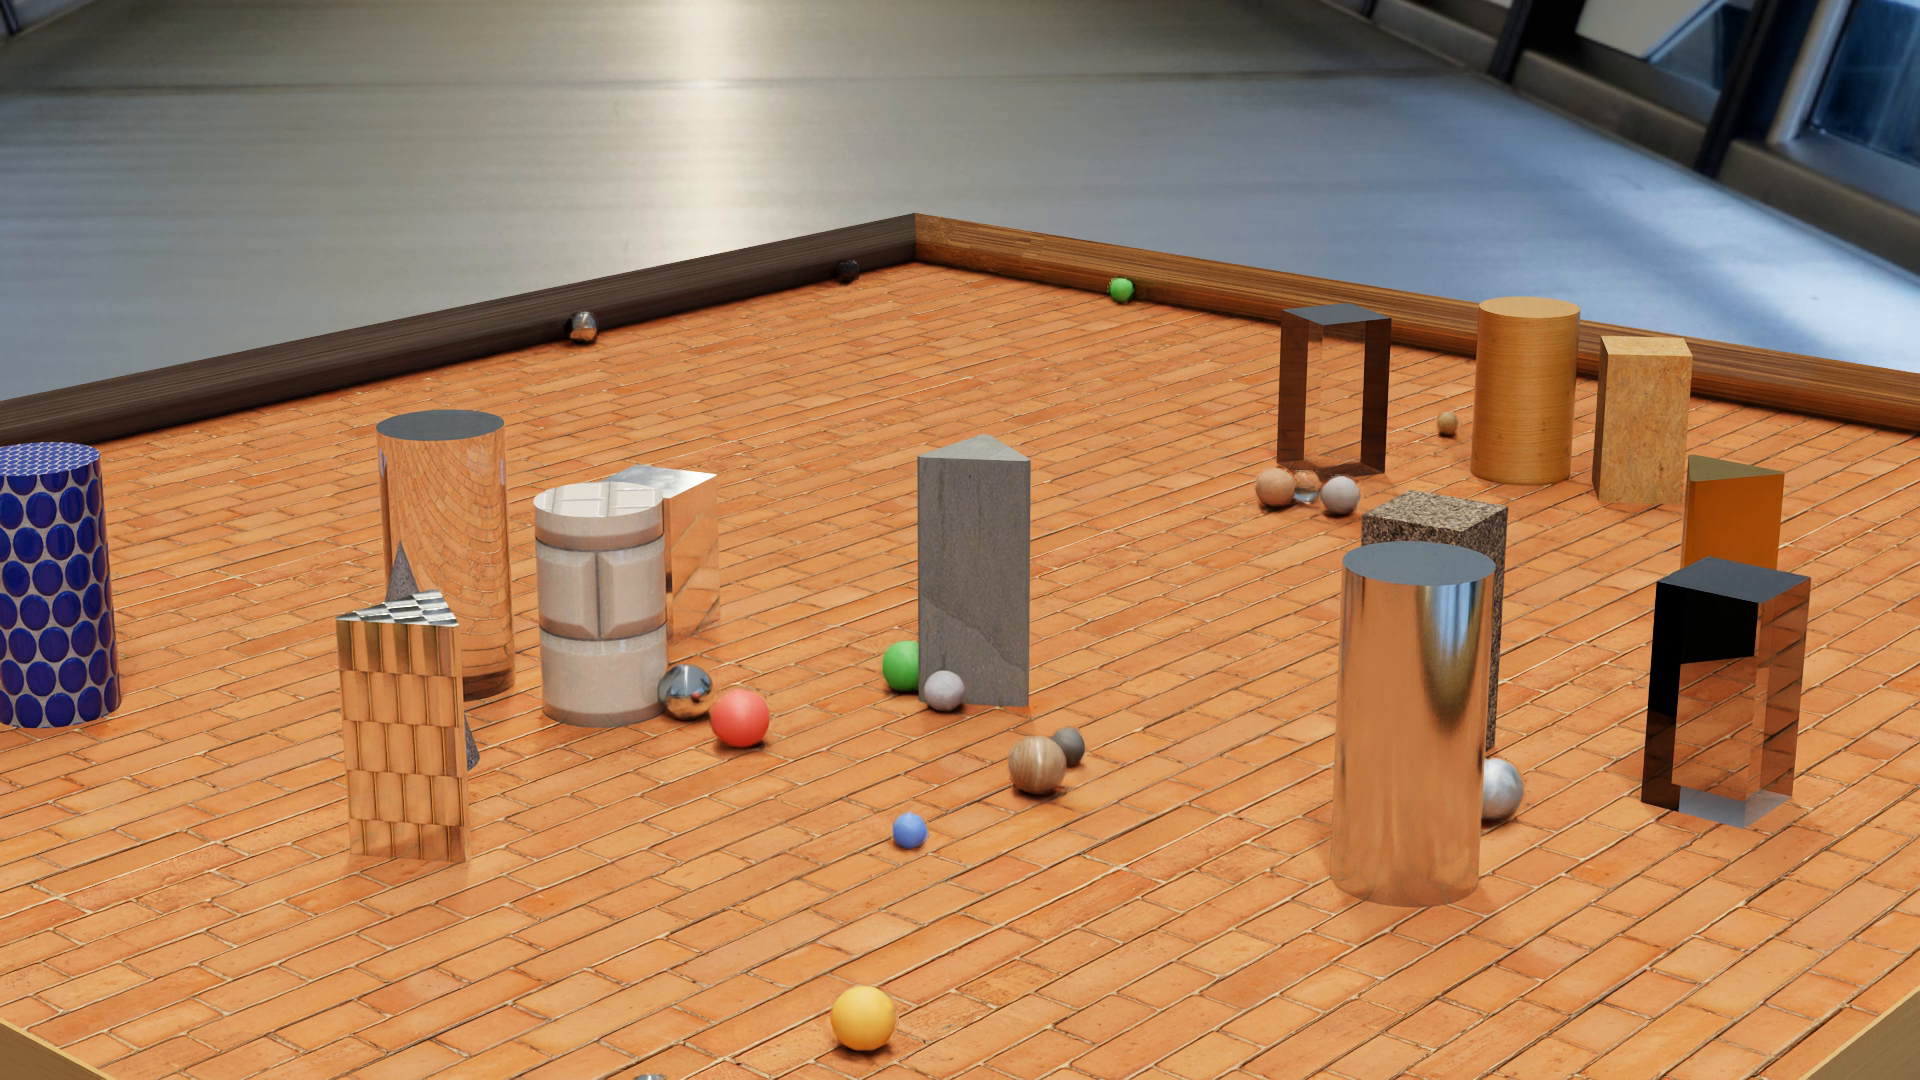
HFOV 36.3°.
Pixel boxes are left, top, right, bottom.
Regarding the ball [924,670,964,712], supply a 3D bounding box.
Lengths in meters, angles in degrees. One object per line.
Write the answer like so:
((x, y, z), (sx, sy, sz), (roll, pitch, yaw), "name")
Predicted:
((-0.024, 0.235, 4.562), (0.064, 0.064, 0.064), (0, 17, 0), "ball")

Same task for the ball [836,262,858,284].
((-0.297, -0.702, 7.683), (0.057, 0.057, 0.057), (0, 17, 0), "ball")

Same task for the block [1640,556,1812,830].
((1.088, 0.214, 4.167), (0.158, 0.332, 0.158), (13, 21, 38), "block")

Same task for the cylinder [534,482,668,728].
((-0.554, 0.098, 4.544), (0.198, 0.336, 0.198), (0, 17, 0), "cylinder")

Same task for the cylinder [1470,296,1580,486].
((1.128, -0.298, 5.854), (0.198, 0.340, 0.198), (0, 17, 0), "cylinder")

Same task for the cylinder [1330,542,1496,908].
((0.597, 0.242, 3.881), (0.198, 0.443, 0.198), (0, 17, 0), "cylinder")

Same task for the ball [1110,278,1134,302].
((0.411, -0.634, 7.450), (0.062, 0.062, 0.062), (0, 17, 0), "ball")

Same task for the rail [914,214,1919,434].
((1.402, -0.434, 6.666), (4.080, 0.128, 0.045), (14, 22, 39), "rail")

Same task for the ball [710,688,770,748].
((-0.331, 0.268, 4.410), (0.088, 0.088, 0.088), (0, 17, 0), "ball")

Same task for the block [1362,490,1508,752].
((0.696, 0.137, 4.346), (0.158, 0.377, 0.158), (11, 20, 33), "block")

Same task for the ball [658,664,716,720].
((-0.421, 0.234, 4.526), (0.087, 0.087, 0.087), (0, 17, 0), "ball")

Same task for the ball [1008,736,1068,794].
((0.112, 0.325, 4.228), (0.084, 0.084, 0.084), (0, 17, 0), "ball")

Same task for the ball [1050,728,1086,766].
((0.158, 0.307, 4.341), (0.054, 0.054, 0.054), (0, 17, 0), "ball")

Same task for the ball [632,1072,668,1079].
((-0.345, 0.626, 3.260), (0.066, 0.066, 0.066), (0, 17, 0), "ball")

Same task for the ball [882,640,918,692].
((-0.082, 0.200, 4.648), (0.081, 0.081, 0.081), (0, 17, 0), "ball")

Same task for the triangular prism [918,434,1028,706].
((0.030, 0.045, 4.613), (0.171, 0.399, 0.148), (2, 17, 7), "triangular prism")

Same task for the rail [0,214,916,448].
((-1.522, -0.349, 6.386), (0.045, 0.128, 4.325), (14, 22, 39), "rail")

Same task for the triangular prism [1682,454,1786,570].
((1.242, 0.020, 4.870), (0.171, 0.298, 0.148), (-5, 18, -17), "triangular prism")

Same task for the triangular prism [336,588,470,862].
((-0.739, 0.251, 4.031), (0.171, 0.340, 0.148), (3, 17, 10), "triangular prism")

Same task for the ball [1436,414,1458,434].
((1.029, -0.244, 6.185), (0.045, 0.045, 0.045), (0, 17, 0), "ball")

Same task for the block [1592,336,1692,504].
((1.329, -0.235, 5.721), (0.158, 0.295, 0.158), (2, 17, 7), "block")

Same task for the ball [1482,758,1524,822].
((0.750, 0.352, 4.130), (0.089, 0.089, 0.089), (0, 17, 0), "ball")

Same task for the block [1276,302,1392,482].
((0.750, -0.298, 5.889), (0.158, 0.319, 0.158), (-8, 18, -24), "block")

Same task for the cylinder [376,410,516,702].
((-0.811, 0.024, 4.636), (0.198, 0.425, 0.198), (0, 17, 0), "cylinder")

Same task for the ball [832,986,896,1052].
((-0.113, 0.563, 3.451), (0.077, 0.077, 0.077), (0, 17, 0), "ball")

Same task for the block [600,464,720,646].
((-0.514, 0.023, 4.934), (0.158, 0.255, 0.158), (8, 18, 24), "block")

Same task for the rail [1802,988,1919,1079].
((1.522, 0.414, 3.854), (0.045, 0.128, 4.325), (14, 22, 39), "rail")

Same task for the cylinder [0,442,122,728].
((-1.414, 0.068, 4.531), (0.198, 0.401, 0.198), (0, 17, 0), "cylinder")

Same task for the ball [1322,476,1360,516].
((0.728, -0.084, 5.603), (0.074, 0.074, 0.074), (0, 17, 0), "ball")

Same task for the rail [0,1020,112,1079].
((-1.402, 0.498, 3.574), (4.080, 0.128, 0.045), (14, 22, 39), "rail")

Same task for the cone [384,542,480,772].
((-0.814, 0.163, 4.313), (0.198, 0.345, 0.198), (0, 17, 0), "cone")

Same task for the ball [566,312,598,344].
((-0.904, -0.505, 6.999), (0.075, 0.075, 0.075), (0, 17, 0), "ball")

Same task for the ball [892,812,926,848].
((-0.070, 0.400, 4.040), (0.048, 0.048, 0.048), (0, 17, 0), "ball")

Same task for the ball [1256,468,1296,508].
((0.608, -0.100, 5.652), (0.077, 0.077, 0.077), (0, 17, 0), "ball")

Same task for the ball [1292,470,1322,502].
((0.669, -0.104, 5.691), (0.063, 0.063, 0.063), (0, 17, 0), "ball")
